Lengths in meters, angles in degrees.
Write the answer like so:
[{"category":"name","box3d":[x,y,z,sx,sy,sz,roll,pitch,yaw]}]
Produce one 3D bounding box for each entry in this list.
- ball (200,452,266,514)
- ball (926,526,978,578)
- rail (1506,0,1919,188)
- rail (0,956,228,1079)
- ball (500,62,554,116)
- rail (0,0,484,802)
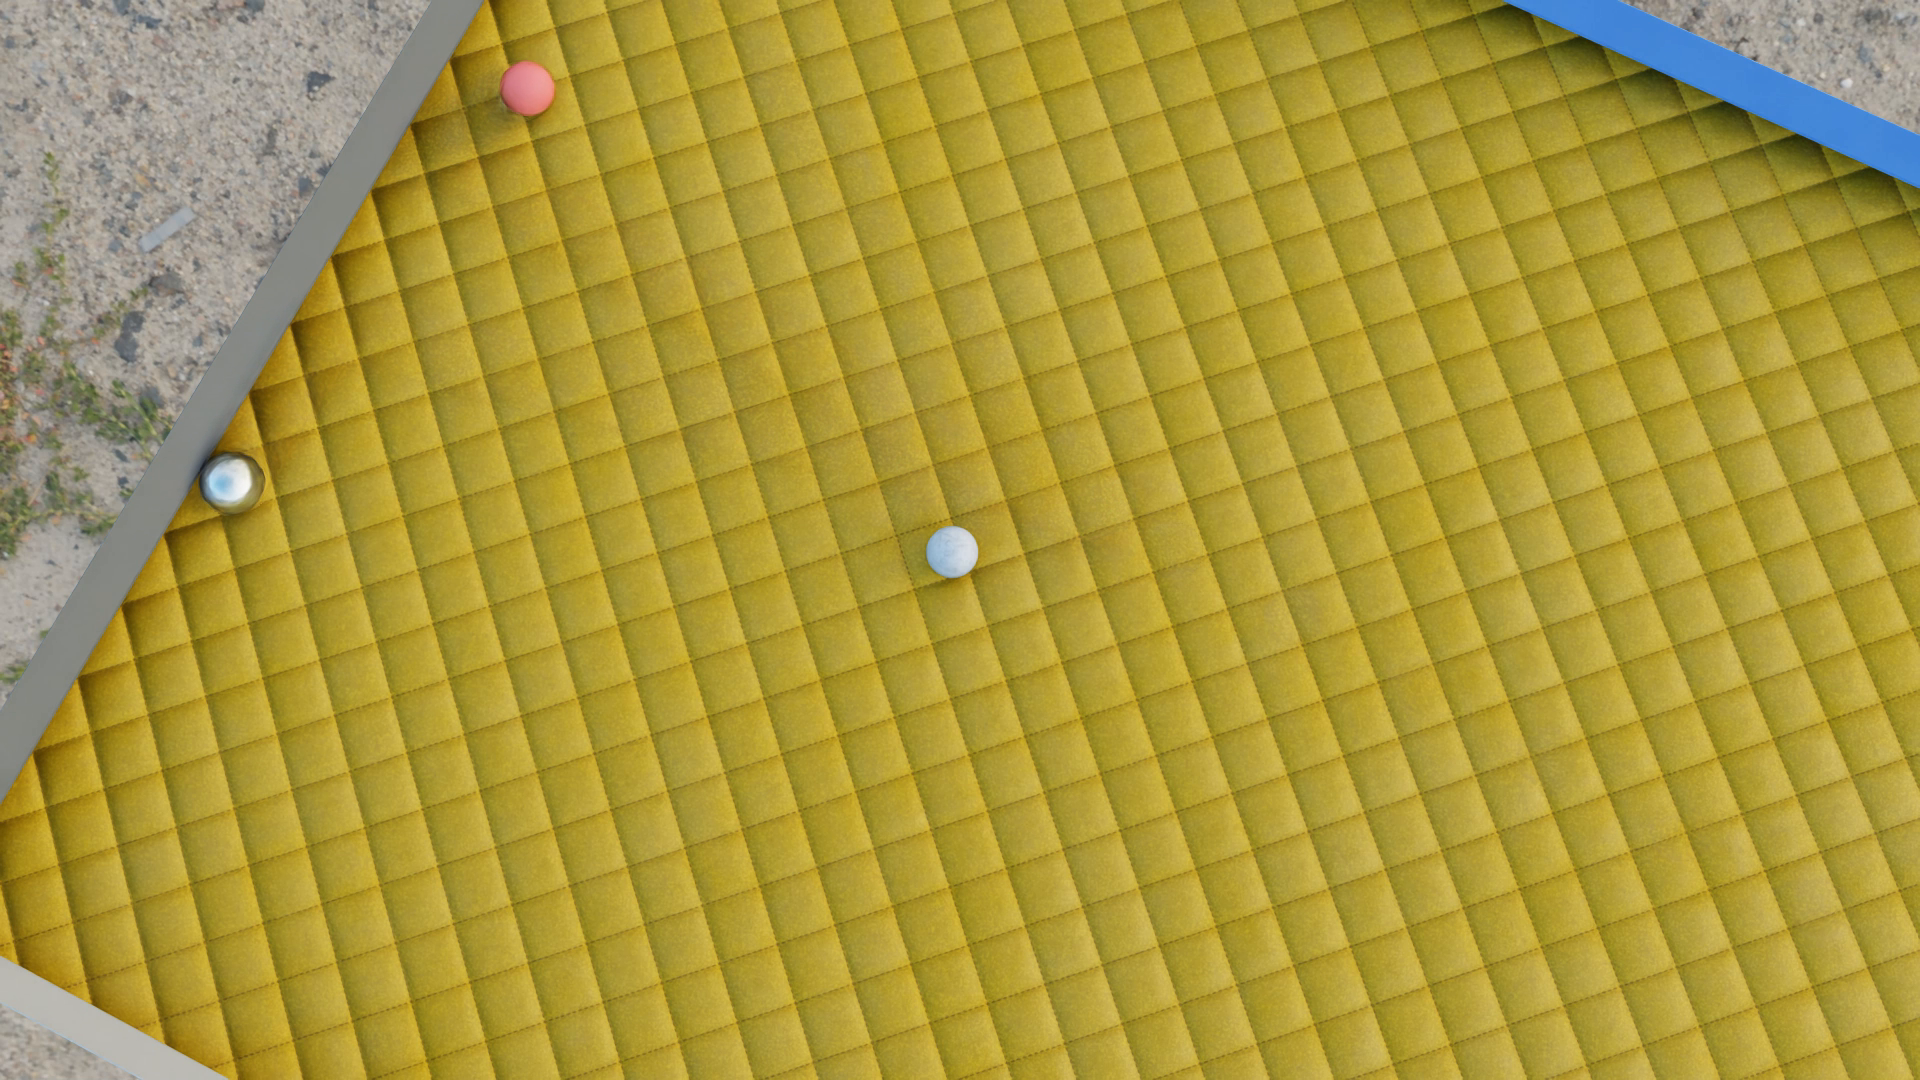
[{"category":"ball","box3d":[-1.101,-0.087,3.327,0.095,0.095,0.095,0,77,0]},{"category":"ball","box3d":[-0.012,0.018,3.310,0.079,0.079,0.079,0,77,0]},{"category":"rail","box3d":[1.532,-0.553,3.419,4.458,0.123,0.045,26,78,6]},{"category":"rail","box3d":[0.458,1.522,2.939,4.458,0.123,0.045,26,78,6]},{"category":"ball","box3d":[-0.685,-0.713,3.477,0.084,0.084,0.084,0,77,0]},{"category":"rail","box3d":[-0.974,-0.483,3.403,0.045,0.123,2.432,26,78,6]}]
